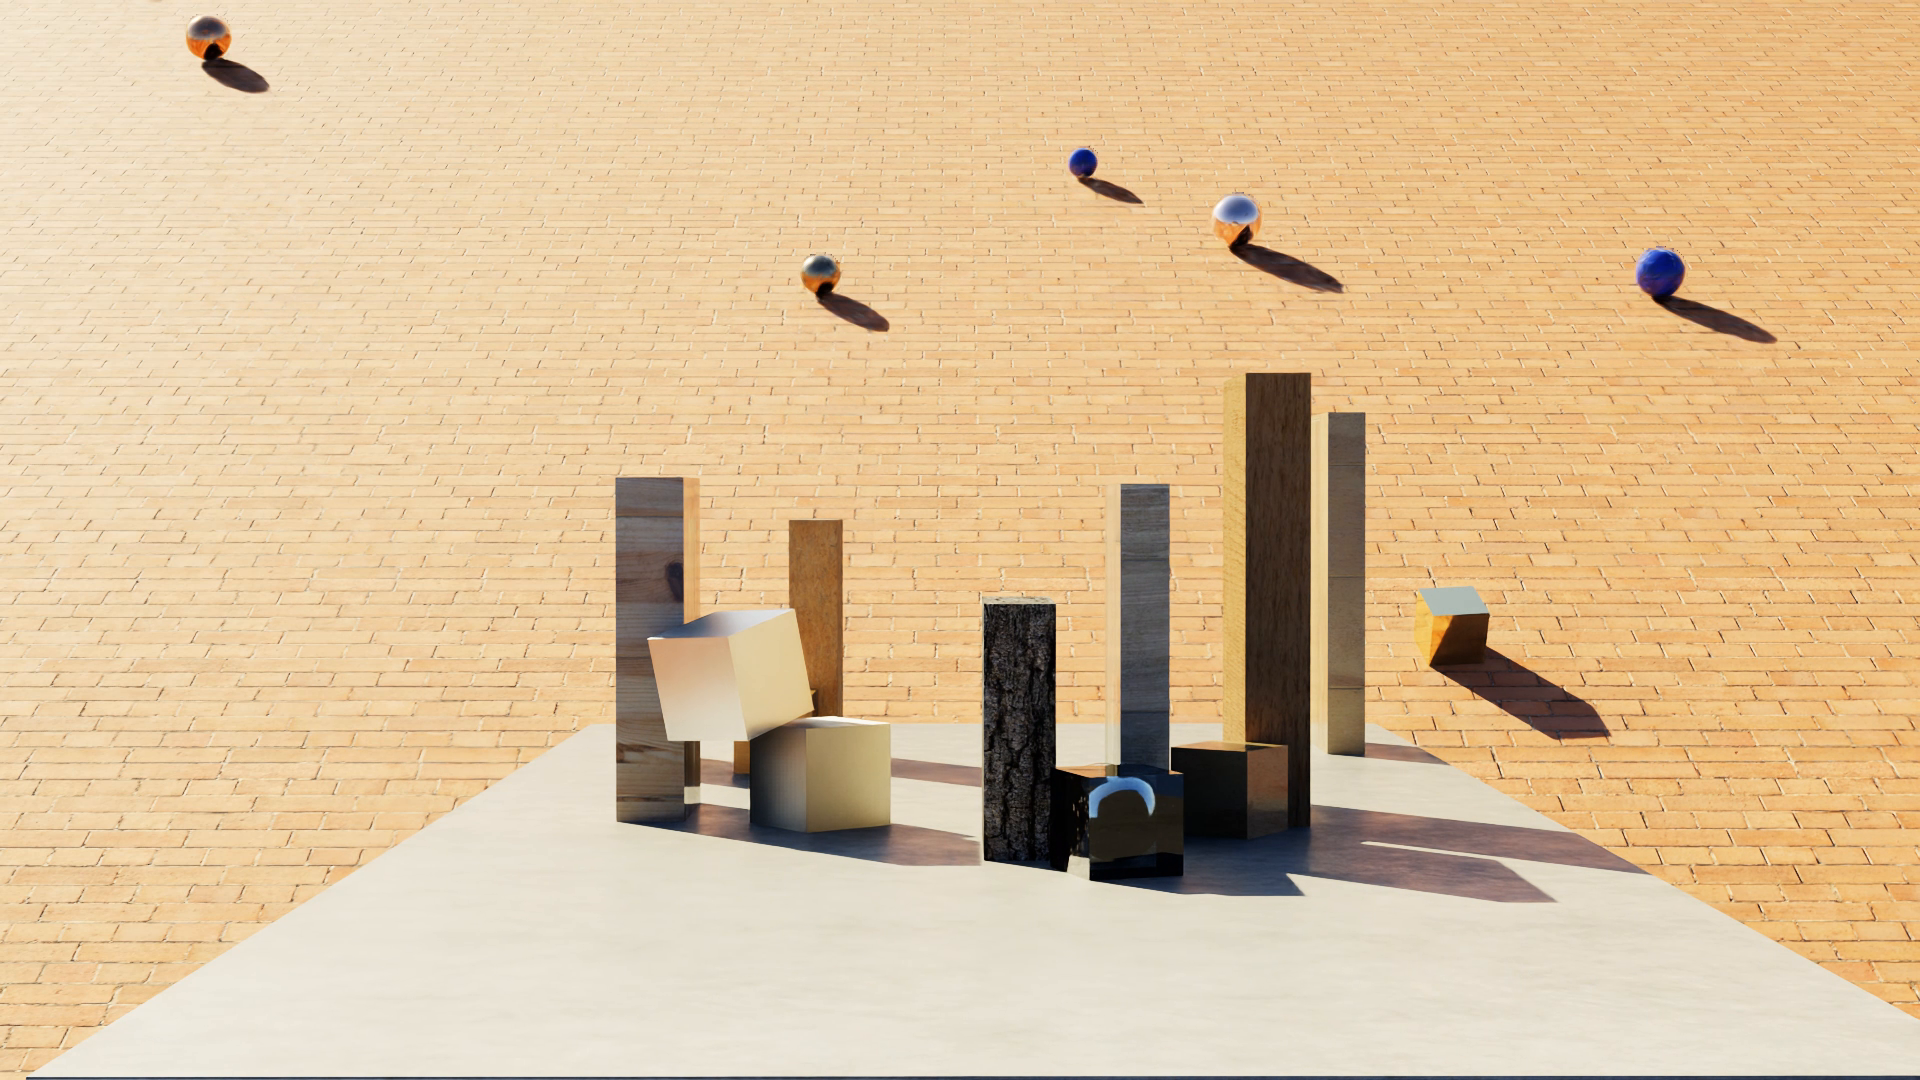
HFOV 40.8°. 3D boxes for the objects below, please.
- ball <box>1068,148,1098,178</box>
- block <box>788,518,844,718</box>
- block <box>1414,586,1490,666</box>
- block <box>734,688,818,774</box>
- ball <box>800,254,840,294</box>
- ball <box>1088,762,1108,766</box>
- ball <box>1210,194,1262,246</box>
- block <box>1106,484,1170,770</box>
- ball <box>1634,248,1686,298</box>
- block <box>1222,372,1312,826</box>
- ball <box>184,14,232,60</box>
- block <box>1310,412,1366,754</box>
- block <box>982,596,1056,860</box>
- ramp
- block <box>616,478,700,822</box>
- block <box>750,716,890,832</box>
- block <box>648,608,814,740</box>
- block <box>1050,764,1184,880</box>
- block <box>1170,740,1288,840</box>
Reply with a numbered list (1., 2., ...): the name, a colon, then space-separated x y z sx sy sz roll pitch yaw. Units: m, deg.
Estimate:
1. ball: 0.503 -1.543 10.575 0.124 0.124 0.124 0 27 0
2. block: -0.317 0.219 5.710 0.105 0.529 0.274 0 1 0
3. block: 1.345 0.235 7.070 0.156 0.156 0.156 -3 27 -6
4. block: -0.391 0.405 5.494 0.165 0.165 0.165 0 1 1
5. ball: -0.511 -0.971 9.436 0.145 0.145 0.145 0 27 0
6. ball: 0.229 0.434 4.157 0.152 0.152 0.152 0 27 0
7. ball: 1.056 -1.222 9.870 0.197 0.197 0.197 0 27 0
8. block: 0.302 0.204 4.437 0.081 0.602 0.432 0 1 0
9. ball: 2.549 -0.972 9.402 0.178 0.178 0.178 0 27 0
10. block: 0.558 0.102 4.718 0.115 0.797 0.378 0 1 0
11. ball: -3.510 -2.346 12.051 0.208 0.208 0.208 0 27 0
12. block: 0.867 0.095 5.957 0.084 0.768 0.328 0 1 0
13. block: 0.095 0.304 4.264 0.115 0.409 0.306 0 1 0
14. ramp: 0.061 0.553 4.590 2.000 0.100 4.000 0 1 0
15. block: -0.553 0.193 4.746 0.122 0.615 0.288 0 1 0
16. block: -0.248 0.413 4.579 0.180 0.180 0.180 -1 1 -37
17. block: -0.403 0.238 4.557 0.186 0.186 0.186 -3 12 36
18. block: 0.242 0.435 3.998 0.156 0.156 0.156 0 1 -20
19. block: 0.466 0.430 4.468 0.149 0.149 0.149 1 1 34
